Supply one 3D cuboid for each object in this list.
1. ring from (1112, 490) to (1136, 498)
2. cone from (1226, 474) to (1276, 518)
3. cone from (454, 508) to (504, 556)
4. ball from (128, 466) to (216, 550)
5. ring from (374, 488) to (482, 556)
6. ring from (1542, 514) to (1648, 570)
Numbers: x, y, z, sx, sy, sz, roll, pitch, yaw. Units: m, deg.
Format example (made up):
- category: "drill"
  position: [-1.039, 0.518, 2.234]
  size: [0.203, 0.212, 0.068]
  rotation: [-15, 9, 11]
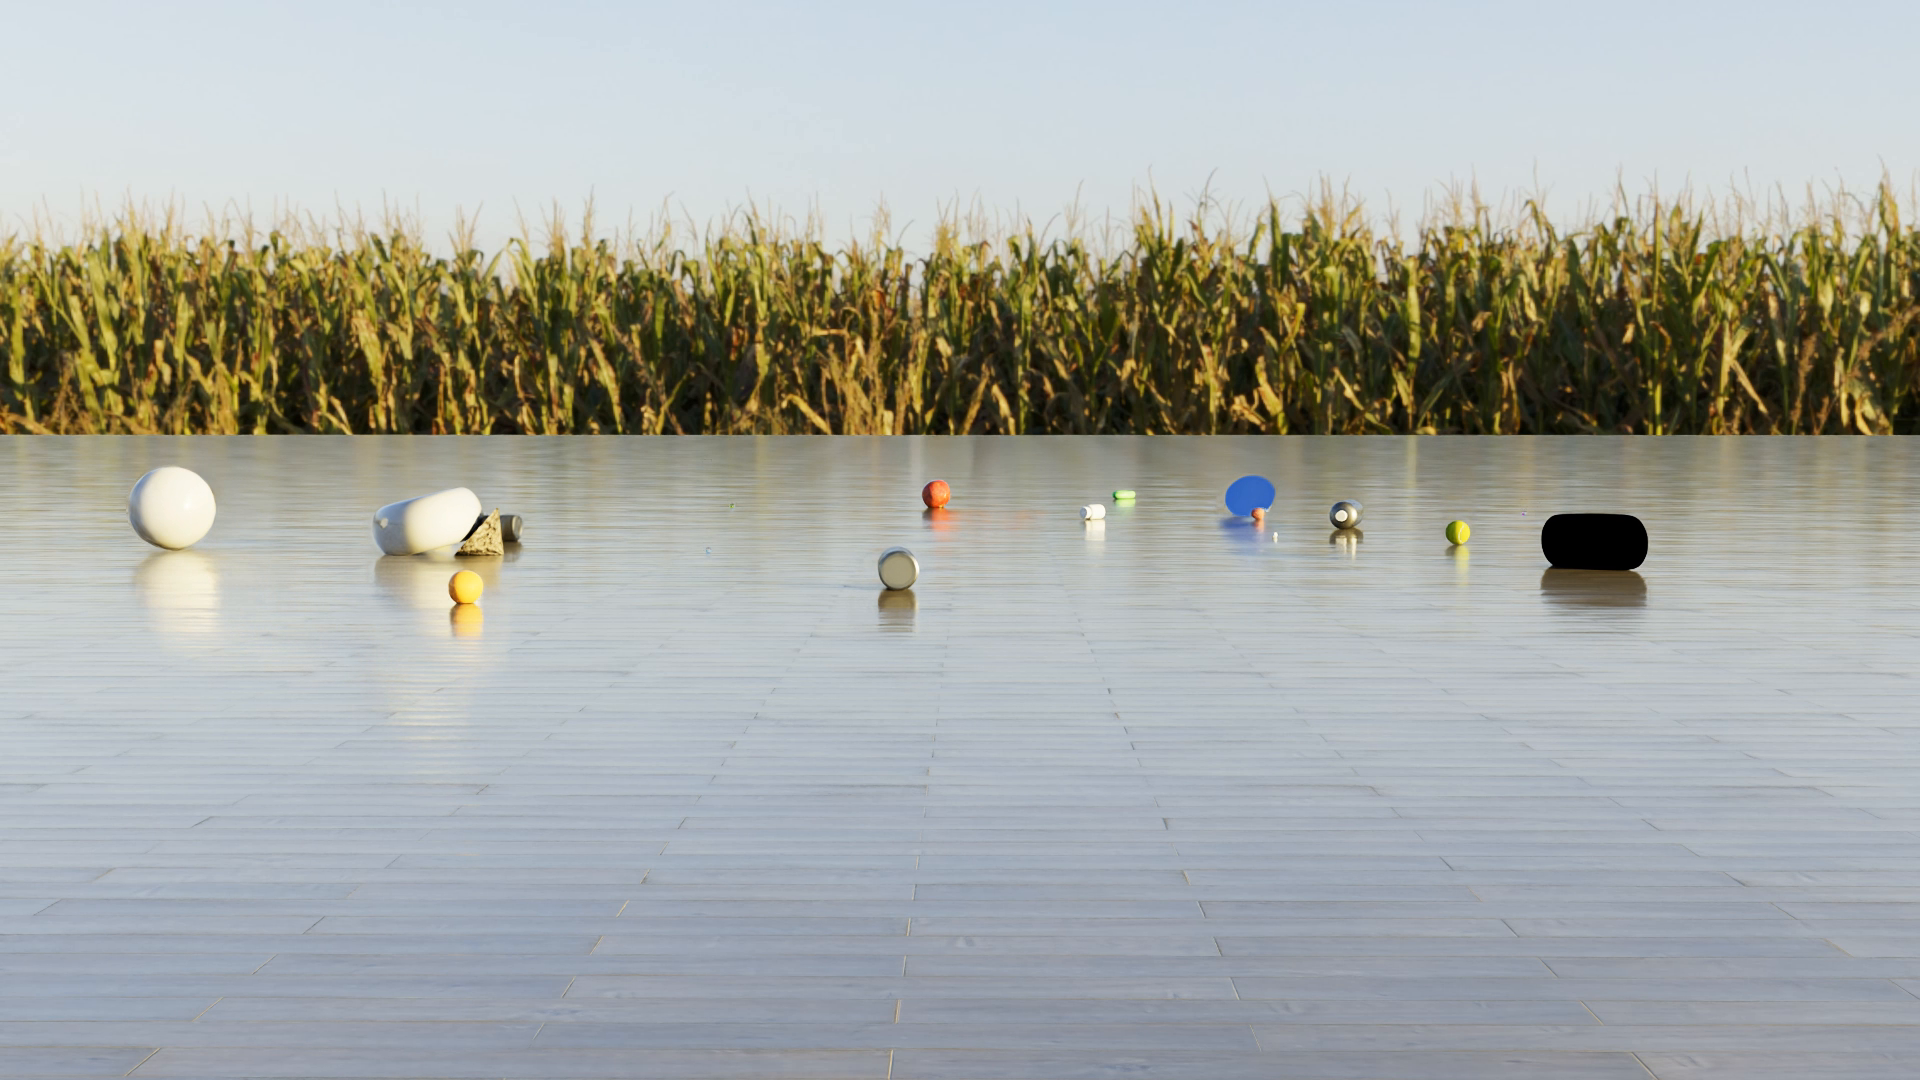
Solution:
- category: "ring"
  position: [0.673, -0.186, 9.028]
  size: [0.066, 0.031, 0.126]
  rotation: [5, 7, 42]
- category: "cone"
  position: [1.053, -0.123, 7.802]
  size: [0.187, 0.168, 0.145]
  rotation: [11, -21, 32]
- category: "cone"
  position: [-1.272, 0.008, 5.952]
  size: [0.097, 0.178, 0.185]
  rotation: [42, -11, -9]
- category: "ball"
  position: [-2.204, -0.089, 6.146]
  size: [0.232, 0.232, 0.232]
  rotation: [0, 4, 0]
- category: "ring"
  position: [-1.450, -0.049, 5.990]
  size: [0.296, 0.144, 0.447]
  rotation: [-16, 5, -19]
- category: "ring"
  position: [1.593, 0.004, 5.527]
  size: [0.139, 0.134, 0.310]
  rotation: [-6, 5, -36]
